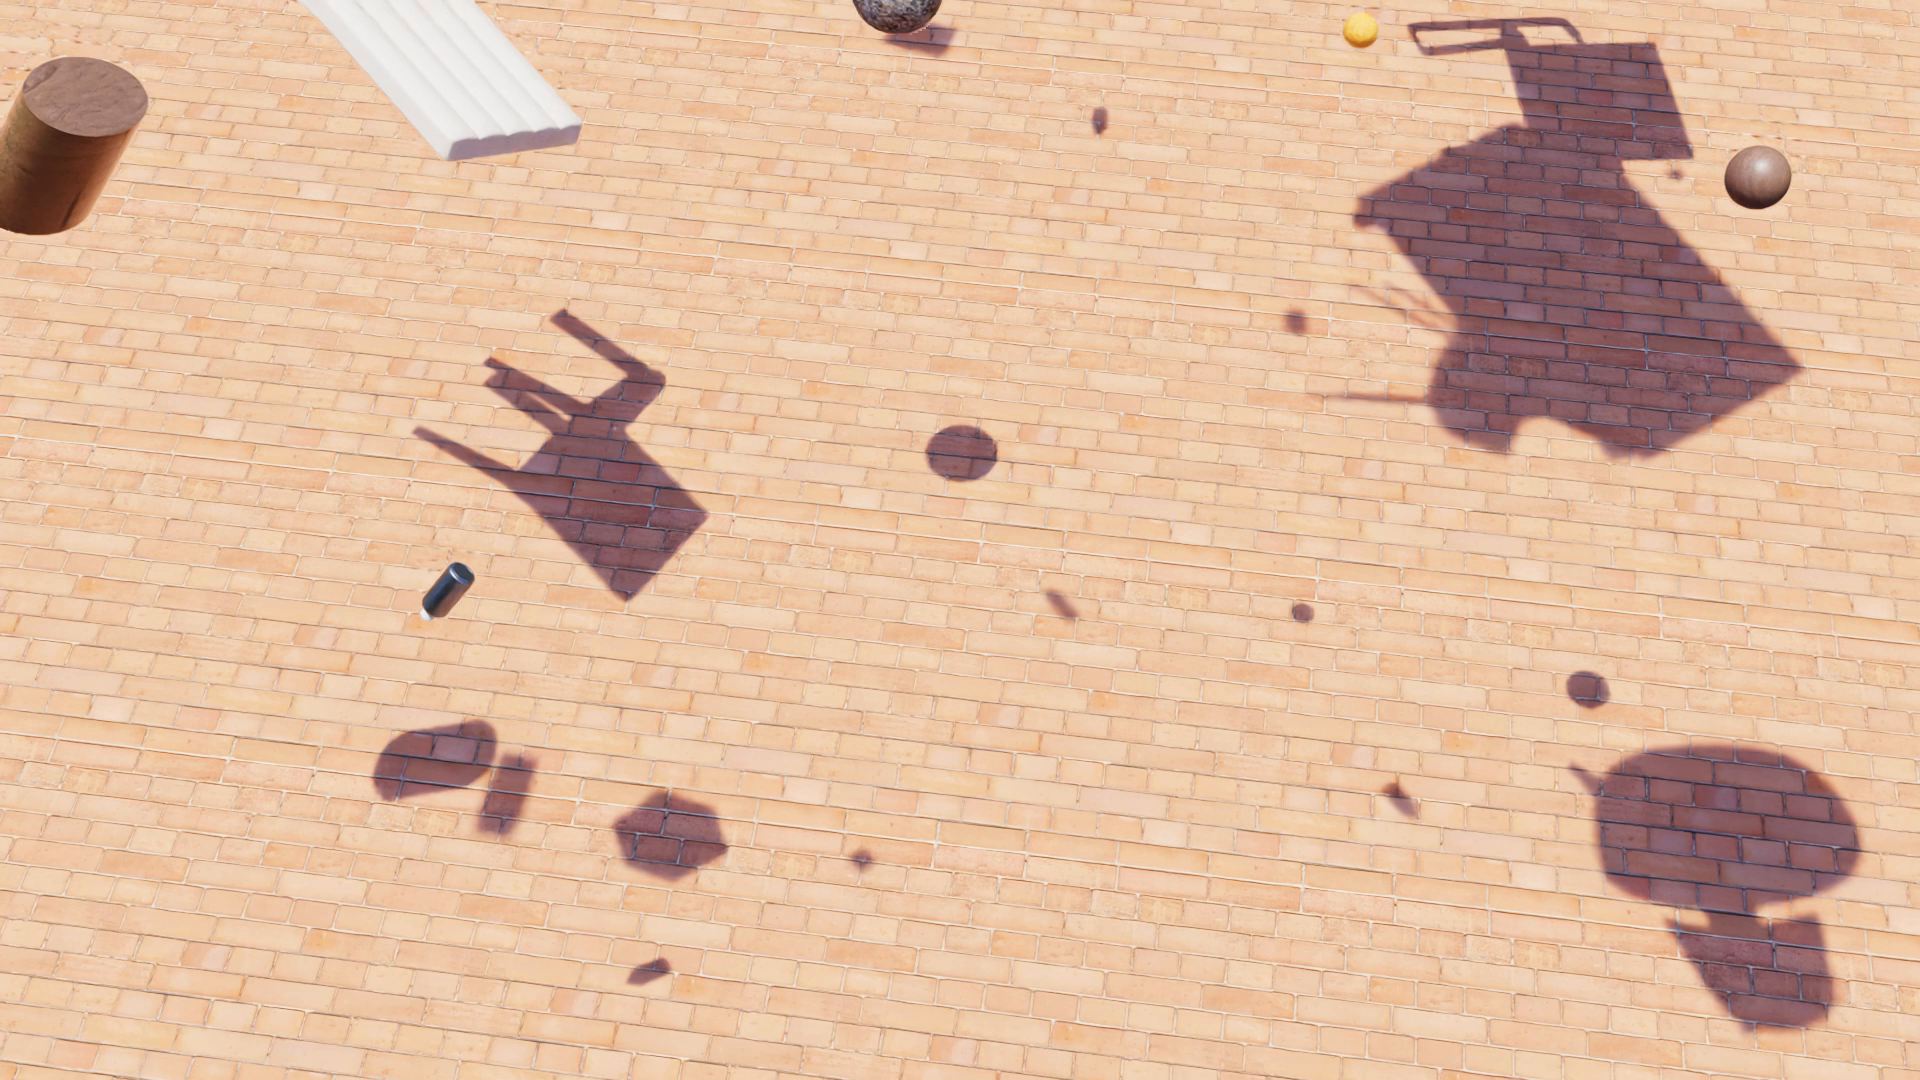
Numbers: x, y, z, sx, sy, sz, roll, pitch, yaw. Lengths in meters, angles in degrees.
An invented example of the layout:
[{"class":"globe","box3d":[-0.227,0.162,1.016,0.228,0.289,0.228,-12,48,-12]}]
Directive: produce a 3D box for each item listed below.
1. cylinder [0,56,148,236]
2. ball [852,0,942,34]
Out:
[{"class":"cylinder","box3d":[-1.666,-0.728,4.071,0.180,0.282,0.252,48,37,1]},{"class":"ball","box3d":[-0.147,-1.298,5.147,0.223,0.223,0.223,0,56,0]}]
